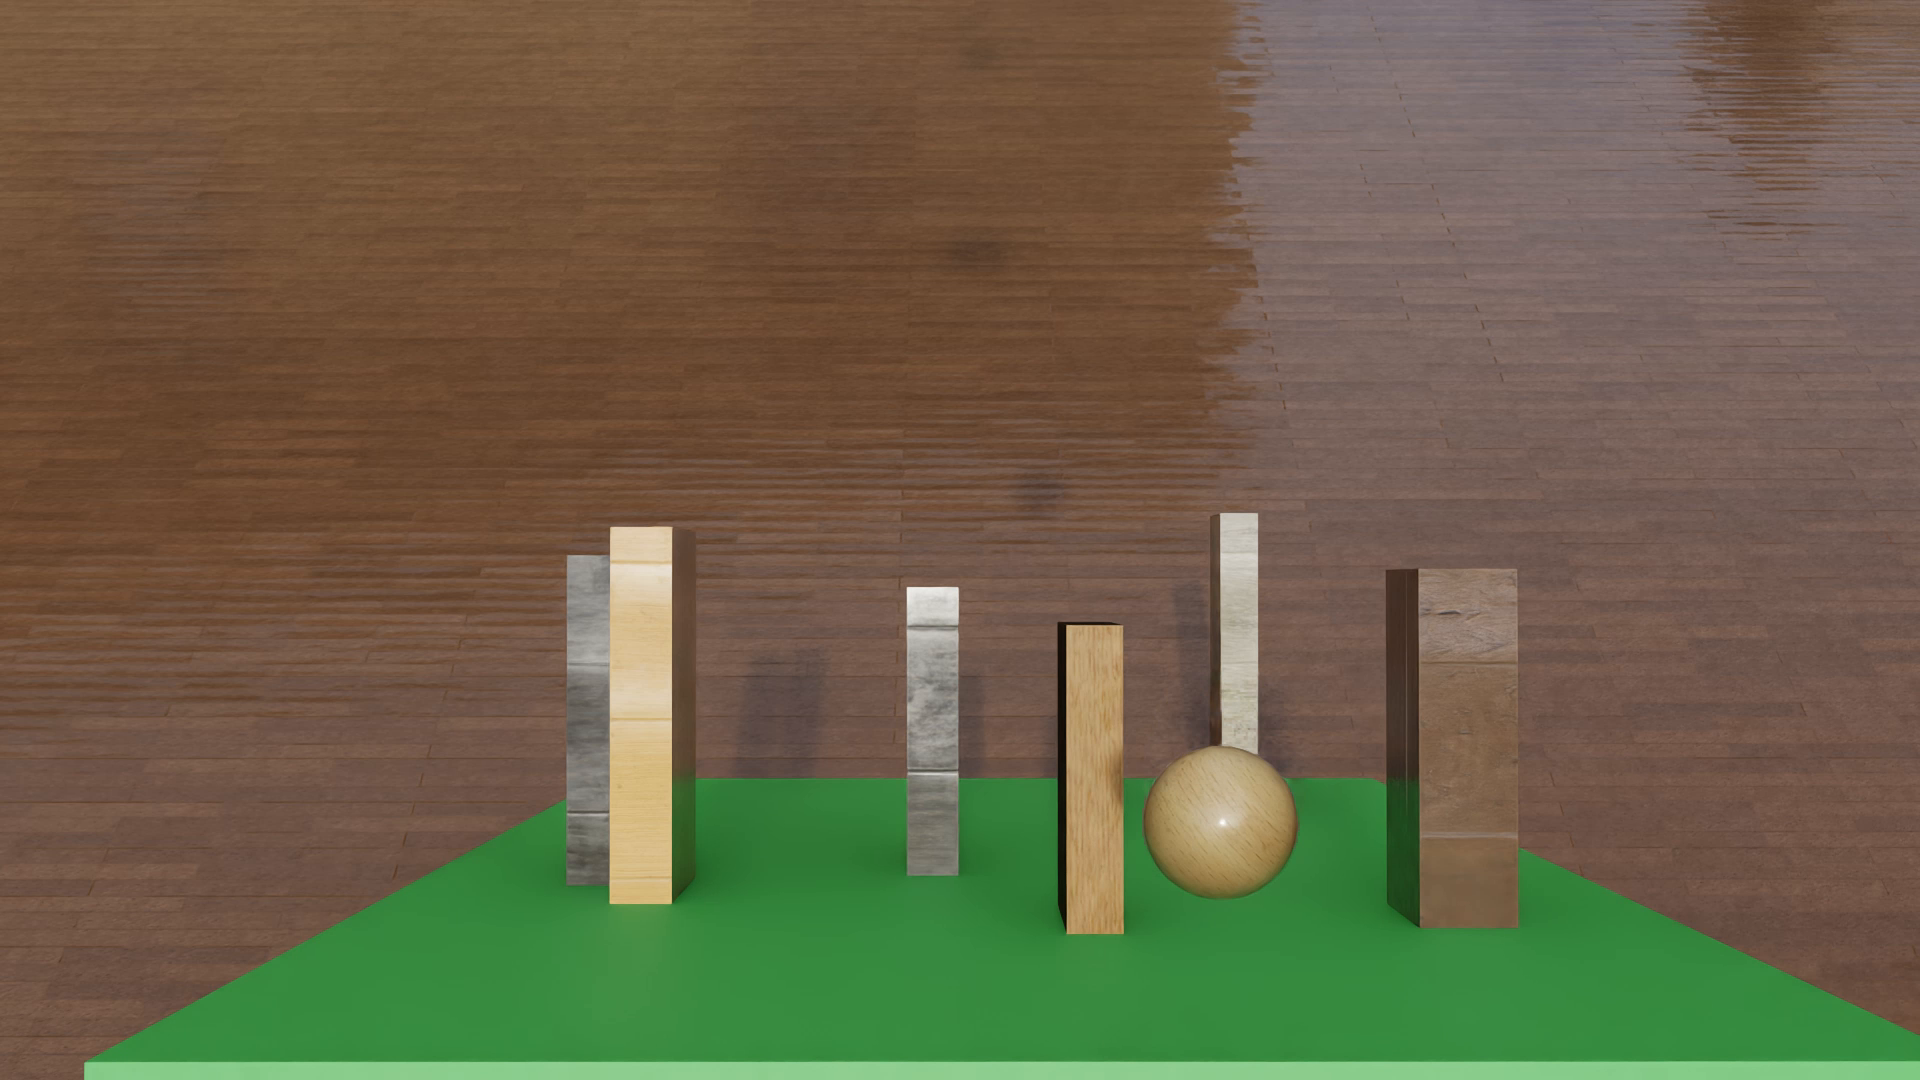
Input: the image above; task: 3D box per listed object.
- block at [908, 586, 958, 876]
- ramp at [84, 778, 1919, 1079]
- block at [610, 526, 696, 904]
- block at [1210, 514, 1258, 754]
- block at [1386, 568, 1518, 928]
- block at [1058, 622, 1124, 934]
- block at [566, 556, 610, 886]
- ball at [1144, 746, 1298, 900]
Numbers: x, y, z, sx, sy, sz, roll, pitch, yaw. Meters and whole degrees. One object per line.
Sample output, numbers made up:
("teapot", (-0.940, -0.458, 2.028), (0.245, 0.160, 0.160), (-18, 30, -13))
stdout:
("block", (-0.047, 0.335, 4.699), (0.089, 0.500, 0.389), (0, -1, 0))
("ramp", (0.073, 0.636, 4.743), (2.000, 0.100, 4.000), (0, -1, 0))
("block", (-0.505, 0.280, 4.289), (0.098, 0.596, 0.371), (0, -1, 0))
("block", (0.628, 0.274, 5.948), (0.084, 0.664, 0.242), (0, -1, 0))
("block", (0.747, 0.309, 3.957), (0.145, 0.528, 0.293), (0, -1, 0))
("block", (0.195, 0.349, 3.920), (0.082, 0.446, 0.341), (0, -1, 0))
("block", (-0.615, 0.306, 4.570), (0.092, 0.554, 0.427), (0, -1, 0))
("ball", (0.266, 0.288, 2.644), (0.157, 0.157, 0.157), (0, 33, 0))
